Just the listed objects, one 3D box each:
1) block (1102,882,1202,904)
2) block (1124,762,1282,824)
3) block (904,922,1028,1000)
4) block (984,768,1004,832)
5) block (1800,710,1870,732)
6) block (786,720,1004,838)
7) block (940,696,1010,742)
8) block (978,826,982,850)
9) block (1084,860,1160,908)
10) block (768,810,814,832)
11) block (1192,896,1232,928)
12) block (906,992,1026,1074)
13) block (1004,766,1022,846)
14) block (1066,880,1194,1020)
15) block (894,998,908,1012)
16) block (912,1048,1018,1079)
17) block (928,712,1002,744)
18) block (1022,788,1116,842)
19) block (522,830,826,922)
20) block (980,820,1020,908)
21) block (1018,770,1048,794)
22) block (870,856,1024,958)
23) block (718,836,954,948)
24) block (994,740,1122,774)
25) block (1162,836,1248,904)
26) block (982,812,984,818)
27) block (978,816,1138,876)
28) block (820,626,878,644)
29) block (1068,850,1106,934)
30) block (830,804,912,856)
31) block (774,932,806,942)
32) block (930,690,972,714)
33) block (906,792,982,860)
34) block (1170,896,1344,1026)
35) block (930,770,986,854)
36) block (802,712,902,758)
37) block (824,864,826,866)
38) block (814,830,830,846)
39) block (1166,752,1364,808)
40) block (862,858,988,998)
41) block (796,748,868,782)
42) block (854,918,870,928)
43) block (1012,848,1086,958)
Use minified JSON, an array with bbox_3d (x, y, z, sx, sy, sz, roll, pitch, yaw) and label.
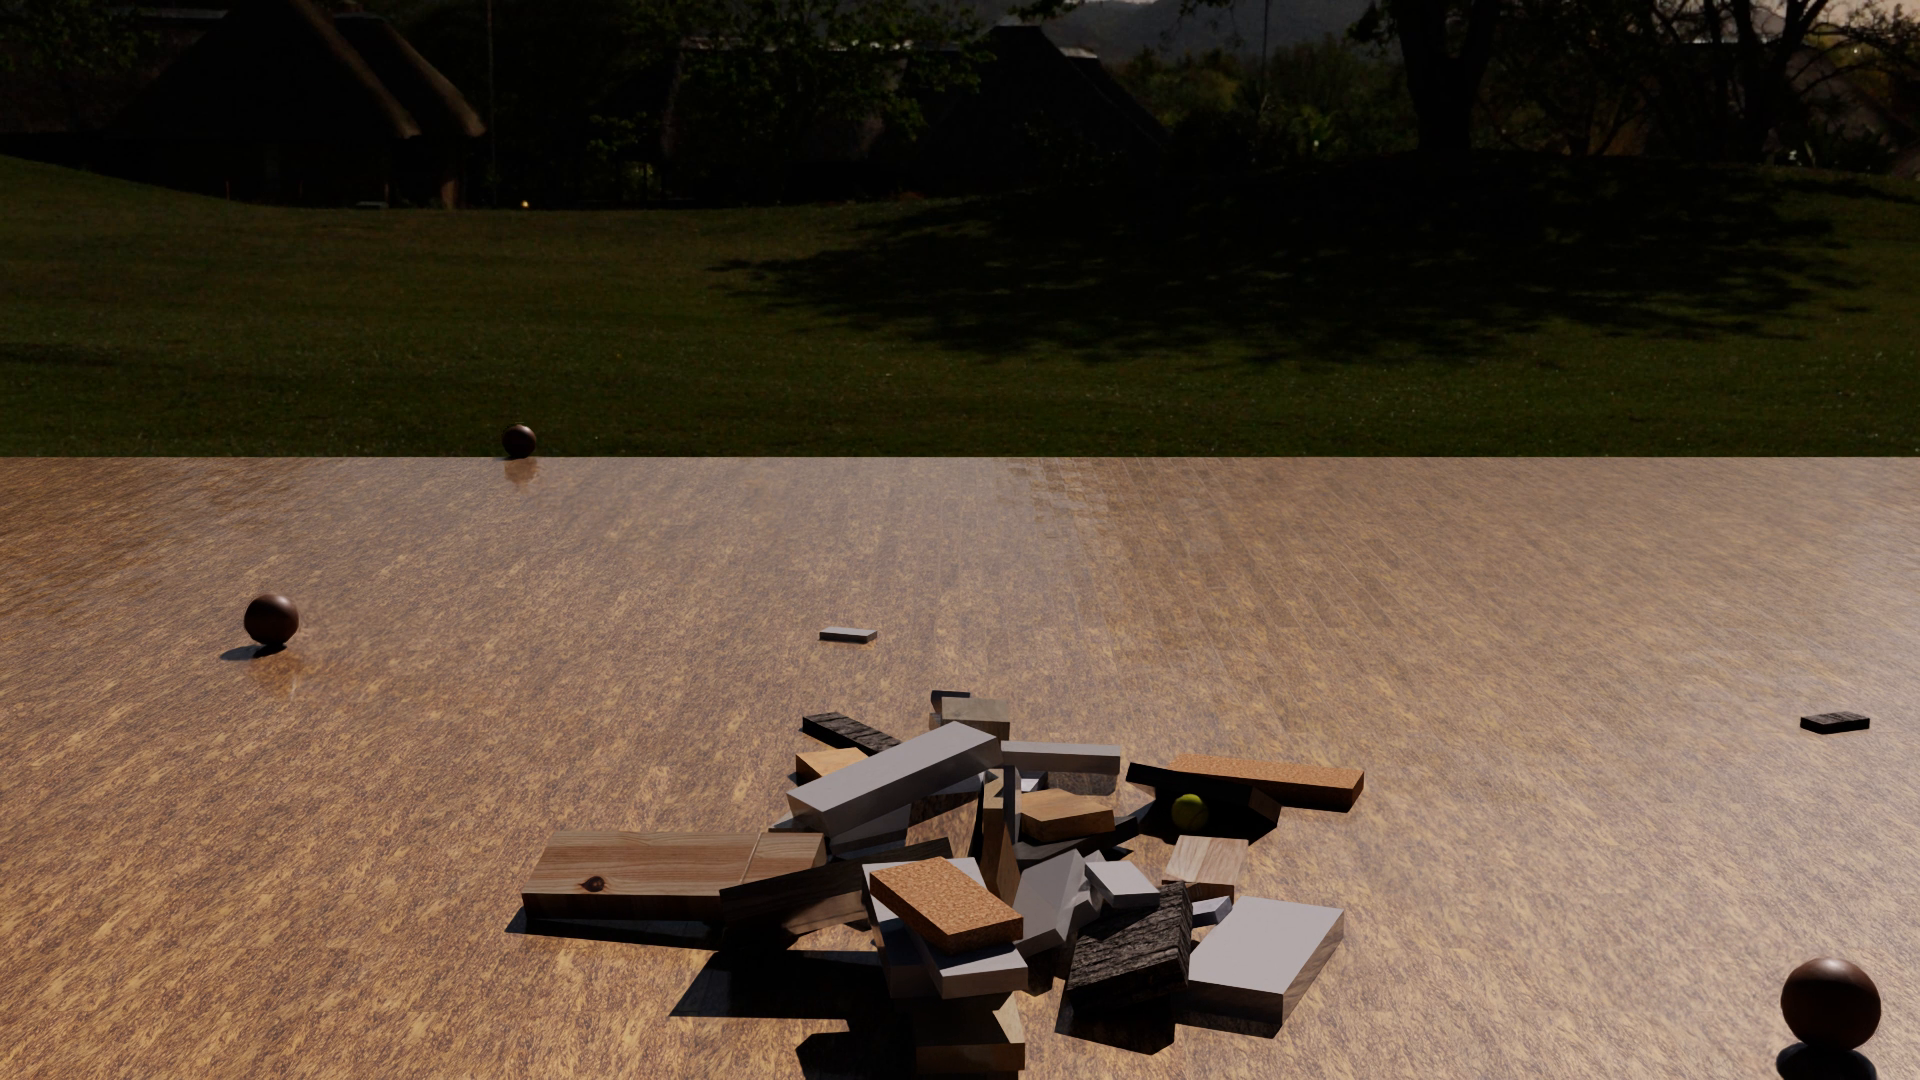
[{"bbox_3d":[0.310,0.578,3.563,0.149,0.021,0.074,-12,0,41],"label":"block"},{"bbox_3d":[0.450,0.468,4.067,0.259,0.037,0.130,8,-16,36],"label":"block"},{"bbox_3d":[0.005,0.538,2.922,0.113,0.032,0.226,-4,16,-14],"label":"block"},{"bbox_3d":[0.060,0.493,3.867,0.034,0.118,0.237,0,11,2],"label":"block"},{"bbox_3d":[1.871,0.389,4.703,0.130,0.018,0.065,-4,11,-22],"label":"block"},{"bbox_3d":[-0.117,0.426,3.940,0.352,0.050,0.176,-21,14,-22],"label":"block"},{"bbox_3d":[0.029,0.352,4.346,0.130,0.037,0.259,3,5,-1],"label":"block"},{"bbox_3d":[0.000,0.500,3.957,0.082,0.023,0.164,0,27,1],"label":"block"},{"bbox_3d":[0.251,0.534,3.416,0.074,0.021,0.148,-1,11,-14],"label":"block"},{"bbox_3d":[-0.289,0.509,3.953,0.068,0.019,0.136,-1,8,15],"label":"block"},{"bbox_3d":[0.347,0.594,3.458,0.148,0.021,0.074,-16,3,26],"label":"block"},{"bbox_3d":[0.002,0.623,2.928,0.139,0.039,0.277,-1,15,-5],"label":"block"},{"bbox_3d":[0.091,0.475,3.840,0.021,0.147,0.073,-3,-24,9],"label":"block"},{"bbox_3d":[0.258,0.609,3.290,0.167,0.047,0.333,-19,8,10],"label":"block"},{"bbox_3d":[-0.028,0.583,3.170,0.139,0.039,0.277,0,22,-3],"label":"block"},{"bbox_3d":[0.004,0.678,2.991,0.139,0.039,0.308,0,4,-1],"label":"block"},{"bbox_3d":[0.008,0.381,4.390,0.110,0.031,0.221,2,5,-9],"label":"block"},{"bbox_3d":[0.163,0.490,3.929,0.130,0.037,0.324,-8,2,-14],"label":"block"},{"bbox_3d":[-0.462,0.546,3.578,0.462,0.050,0.176,-1,27,10],"label":"block"},{"bbox_3d":[0.063,0.529,3.404,0.029,0.203,0.101,2,54,12],"label":"block"},{"bbox_3d":[0.113,0.471,4.249,0.081,0.023,0.162,3,11,15],"label":"block"},{"bbox_3d":[-0.021,0.492,2.968,0.113,0.032,0.226,-8,18,-28],"label":"block"},{"bbox_3d":[-0.185,0.542,3.369,0.352,0.050,0.176,-12,-23,-7],"label":"block"},{"bbox_3d":[0.189,0.428,4.335,0.254,0.036,0.127,2,4,5],"label":"block"},{"bbox_3d":[0.418,0.559,3.741,0.120,0.034,0.240,2,11,13],"label":"block"},{"bbox_3d":[0.000,0.455,4.165,0.110,0.031,0.221,1,25,3],"label":"block"},{"bbox_3d":[0.175,0.529,3.789,0.120,0.034,0.346,-6,3,32],"label":"block"},{"bbox_3d":[-0.280,0.238,5.516,0.130,0.018,0.065,4,11,21],"label":"block"},{"bbox_3d":[0.170,0.574,3.503,0.120,0.034,0.240,-31,5,12],"label":"block"},{"bbox_3d":[-0.155,0.511,3.876,0.147,0.021,0.073,-14,26,10],"label":"block"},{"bbox_3d":[-0.265,0.610,3.512,0.064,0.018,0.128,9,14,41],"label":"block"},{"bbox_3d":[-0.005,0.362,4.557,0.081,0.023,0.162,3,-31,14],"label":"block"},{"bbox_3d":[-0.030,0.514,3.781,0.118,0.034,0.237,-6,25,7],"label":"block"},{"bbox_3d":[0.455,0.630,3.325,0.166,0.047,0.375,4,11,23],"label":"block"},{"bbox_3d":[-0.021,0.483,3.923,0.118,0.034,0.237,-5,27,9],"label":"block"},{"bbox_3d":[-0.191,0.416,4.542,0.081,0.023,0.414,-7,12,-32],"label":"block"},{"bbox_3d":[-0.247,0.571,3.719,0.068,0.019,0.136,-6,12,-29],"label":"block"},{"bbox_3d":[-0.274,0.534,3.920,0.064,0.018,0.128,10,14,43],"label":"block"},{"bbox_3d":[0.588,0.463,4.255,0.365,0.036,0.127,4,11,20],"label":"block"},{"bbox_3d":[-0.035,0.537,3.075,0.167,0.047,0.333,-2,16,-9],"label":"block"},{"bbox_3d":[-0.220,0.459,4.275,0.127,0.036,0.254,-4,11,-22],"label":"block"},{"bbox_3d":[-0.166,0.596,3.582,0.068,0.019,0.136,-9,14,-40],"label":"block"},{"bbox_3d":[0.129,0.566,3.406,0.101,0.029,0.203,-26,20,24],"label":"block"}]
